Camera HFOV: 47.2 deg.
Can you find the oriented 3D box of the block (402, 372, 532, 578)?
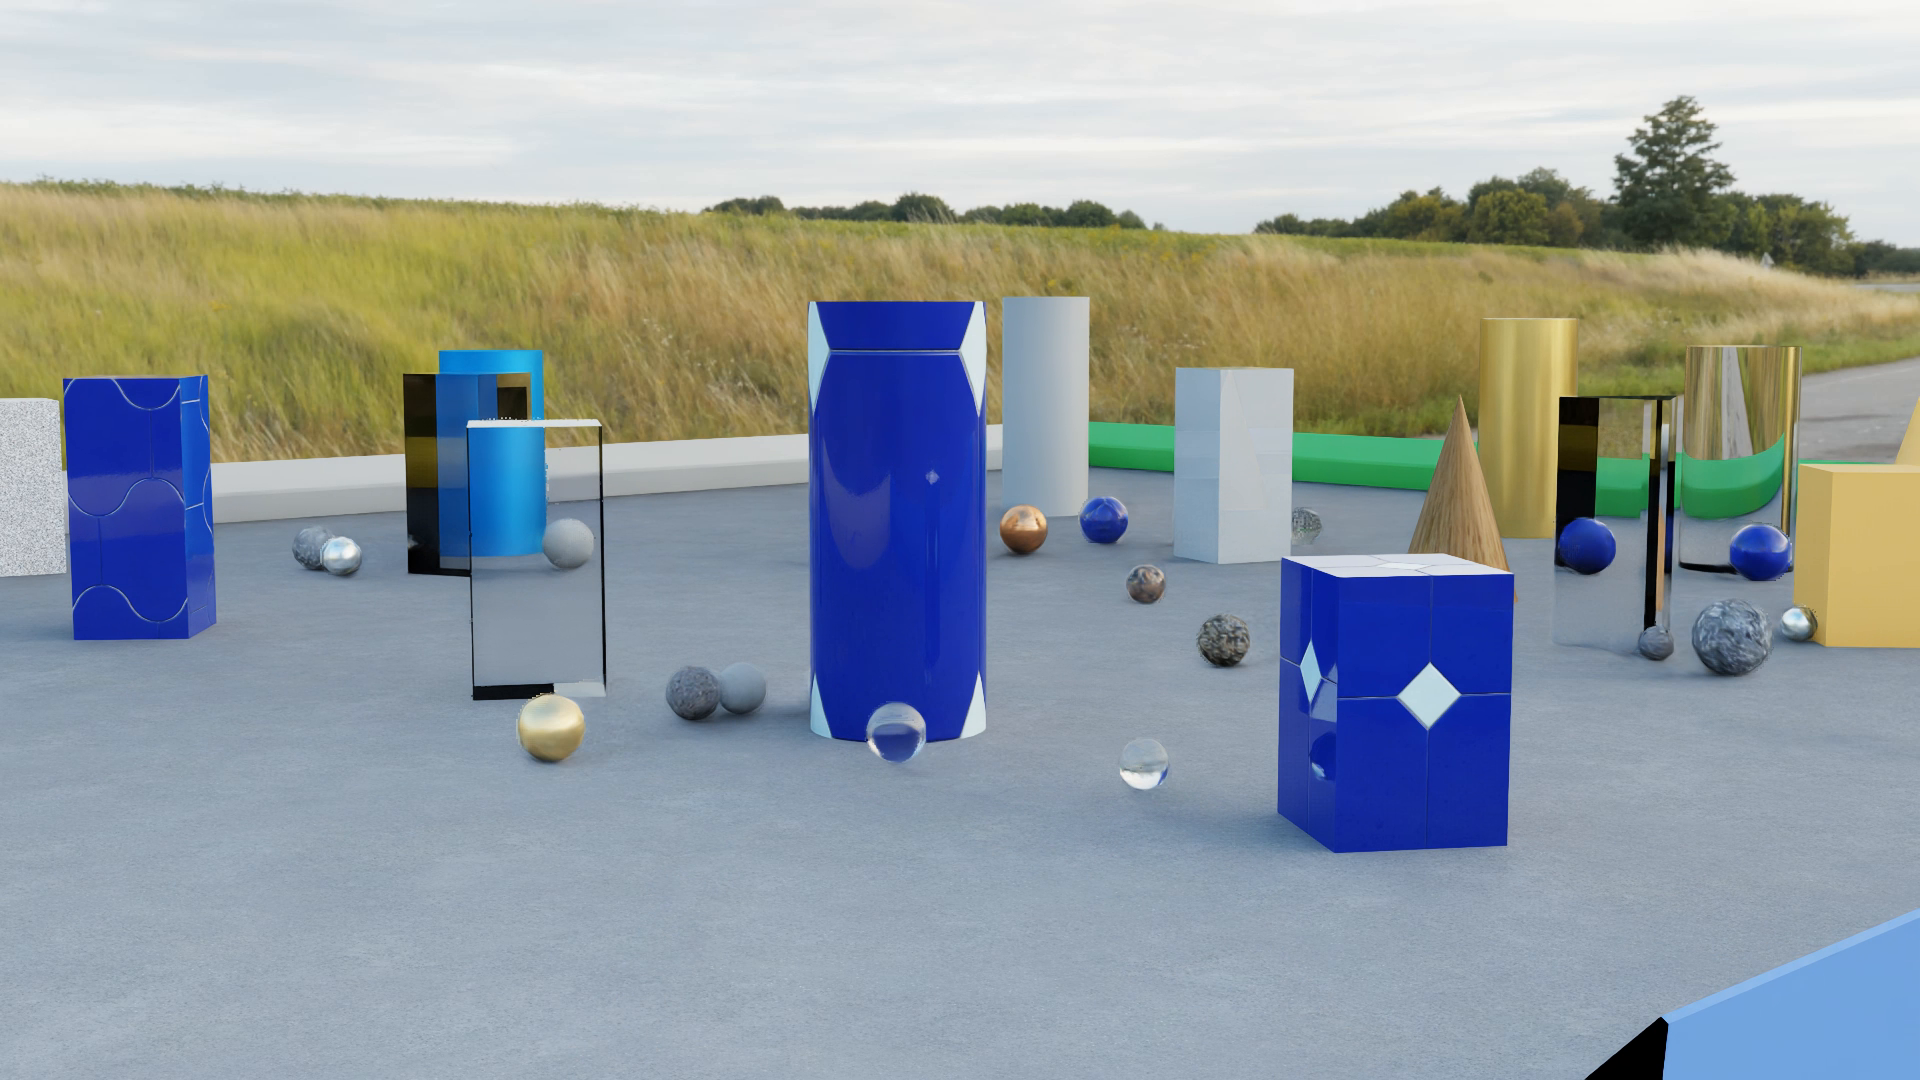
[{"bbox_3d":[-0.827,-0.114,3.708,0.150,0.335,0.150,3,7,23],"label":"block"}]

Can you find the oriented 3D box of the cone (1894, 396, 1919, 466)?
[{"bbox_3d":[1.402,-0.054,3.231,0.187,0.315,0.187,0,6,0],"label":"cone"}]

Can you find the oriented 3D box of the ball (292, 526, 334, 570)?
[{"bbox_3d":[-1.100,0.013,3.748,0.074,0.074,0.074,0,6,0],"label":"ball"}]

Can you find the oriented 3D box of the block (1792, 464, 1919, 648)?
[{"bbox_3d":[1.220,0.019,2.951,0.150,0.230,0.150,0,6,5],"label":"block"}]

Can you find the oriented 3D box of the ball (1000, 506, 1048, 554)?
[{"bbox_3d":[0.116,-0.019,3.983,0.088,0.088,0.088,0,6,0],"label":"ball"}]

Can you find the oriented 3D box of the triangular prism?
[{"bbox_3d":[0.894,-0.024,2.894,0.141,0.328,0.162,-5,8,-39],"label":"triangular prism"}]

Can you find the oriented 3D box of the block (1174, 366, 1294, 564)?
[{"bbox_3d":[0.484,-0.136,3.904,0.150,0.337,0.150,-3,7,-25],"label":"block"}]

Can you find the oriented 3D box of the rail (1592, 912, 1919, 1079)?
[{"bbox_3d":[1.298,0.180,1.933,4.454,0.122,0.045,-6,8,-42],"label":"rail"}]

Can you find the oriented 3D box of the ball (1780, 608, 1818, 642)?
[{"bbox_3d":[1.120,0.113,2.935,0.046,0.046,0.046,0,6,0],"label":"ball"}]

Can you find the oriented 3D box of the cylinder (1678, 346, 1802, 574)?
[{"bbox_3d":[1.330,-0.141,3.750,0.187,0.378,0.187,0,6,0],"label":"cylinder"}]

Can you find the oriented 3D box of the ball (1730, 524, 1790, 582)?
[{"bbox_3d":[1.303,0.020,3.584,0.094,0.094,0.094,0,6,0],"label":"ball"}]

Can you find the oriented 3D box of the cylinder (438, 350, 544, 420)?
[{"bbox_3d":[-0.862,-0.167,4.062,0.187,0.365,0.187,0,6,0],"label":"cylinder"}]

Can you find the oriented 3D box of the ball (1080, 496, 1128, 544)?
[{"bbox_3d":[0.272,-0.038,4.142,0.091,0.091,0.091,0,6,0],"label":"ball"}]

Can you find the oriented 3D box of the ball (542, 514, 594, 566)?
[{"bbox_3d":[-0.679,0.000,3.803,0.087,0.087,0.087,0,6,0],"label":"ball"}]

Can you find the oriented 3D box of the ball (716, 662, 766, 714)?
[{"bbox_3d":[-0.241,0.163,2.414,0.056,0.056,0.056,0,6,0],"label":"ball"}]

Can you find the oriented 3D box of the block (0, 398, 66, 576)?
[{"bbox_3d":[-1.605,-0.091,3.706,0.150,0.289,0.150,-4,7,-32],"label":"block"}]

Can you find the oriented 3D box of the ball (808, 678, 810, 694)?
[{"bbox_3d":[-0.148,0.163,2.466,0.046,0.046,0.046,0,6,0],"label":"ball"}]

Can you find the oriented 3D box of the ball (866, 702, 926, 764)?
[{"bbox_3d":[-0.062,0.189,2.154,0.060,0.060,0.060,0,6,0],"label":"ball"}]

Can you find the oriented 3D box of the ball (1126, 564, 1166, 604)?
[{"bbox_3d":[0.280,0.066,3.312,0.060,0.060,0.060,0,6,0],"label":"ball"}]

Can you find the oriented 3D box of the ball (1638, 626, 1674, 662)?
[{"bbox_3d":[0.879,0.131,2.775,0.044,0.044,0.044,0,6,0],"label":"ball"}]

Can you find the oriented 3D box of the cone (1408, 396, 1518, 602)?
[{"bbox_3d":[0.759,-0.066,3.354,0.187,0.314,0.187,0,6,0],"label":"cone"}]

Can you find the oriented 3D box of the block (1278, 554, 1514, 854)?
[{"bbox_3d":[0.367,0.134,1.873,0.150,0.227,0.150,-1,6,-10],"label":"block"}]

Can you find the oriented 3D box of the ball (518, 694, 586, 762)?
[{"bbox_3d":[-0.402,0.185,2.164,0.066,0.066,0.066,0,6,0],"label":"ball"}]

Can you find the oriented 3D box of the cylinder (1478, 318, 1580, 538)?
[{"bbox_3d":[1.111,-0.222,4.310,0.187,0.422,0.187,0,6,0],"label":"cylinder"}]

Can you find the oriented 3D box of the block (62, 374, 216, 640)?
[{"bbox_3d":[-1.120,-0.048,3.012,0.150,0.350,0.150,-1,6,-5],"label":"block"}]

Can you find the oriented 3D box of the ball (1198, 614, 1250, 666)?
[{"bbox_3d":[0.329,0.124,2.737,0.065,0.065,0.065,0,6,0],"label":"ball"}]

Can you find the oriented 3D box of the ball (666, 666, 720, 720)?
[{"bbox_3d":[-0.288,0.166,2.376,0.058,0.058,0.058,0,6,0],"label":"ball"}]

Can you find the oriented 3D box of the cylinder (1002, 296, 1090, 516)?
[{"bbox_3d":[0.185,-0.292,4.761,0.187,0.466,0.187,0,6,0],"label":"cylinder"}]

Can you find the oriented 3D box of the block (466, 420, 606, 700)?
[{"bbox_3d":[-0.494,0.019,2.567,0.150,0.310,0.150,-1,6,-11],"label":"block"}]

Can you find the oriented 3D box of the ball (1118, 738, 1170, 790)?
[{"bbox_3d":[0.170,0.207,2.035,0.048,0.048,0.048,0,6,0],"label":"ball"}]

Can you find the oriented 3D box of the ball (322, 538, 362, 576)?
[{"bbox_3d":[-1.025,0.028,3.649,0.064,0.064,0.064,0,6,0],"label":"ball"}]

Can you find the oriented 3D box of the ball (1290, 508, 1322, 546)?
[{"bbox_3d":[0.641,-0.025,4.118,0.071,0.071,0.071,0,6,0],"label":"ball"}]

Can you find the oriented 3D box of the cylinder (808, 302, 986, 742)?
[{"bbox_3d":[-0.066,-0.025,2.319,0.187,0.450,0.187,0,6,0],"label":"cylinder"}]

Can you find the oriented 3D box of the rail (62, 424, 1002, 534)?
[{"bbox_3d":[-1.298,-0.116,4.731,4.454,0.122,0.045,-6,8,-42],"label":"rail"}]

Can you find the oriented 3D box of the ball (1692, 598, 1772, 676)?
[{"bbox_3d":[0.936,0.118,2.667,0.093,0.093,0.093,0,6,0],"label":"ball"}]

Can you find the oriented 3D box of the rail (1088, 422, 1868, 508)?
[{"bbox_3d":[1.619,-0.126,4.818,0.045,0.122,3.875,-6,8,-42],"label":"rail"}]
